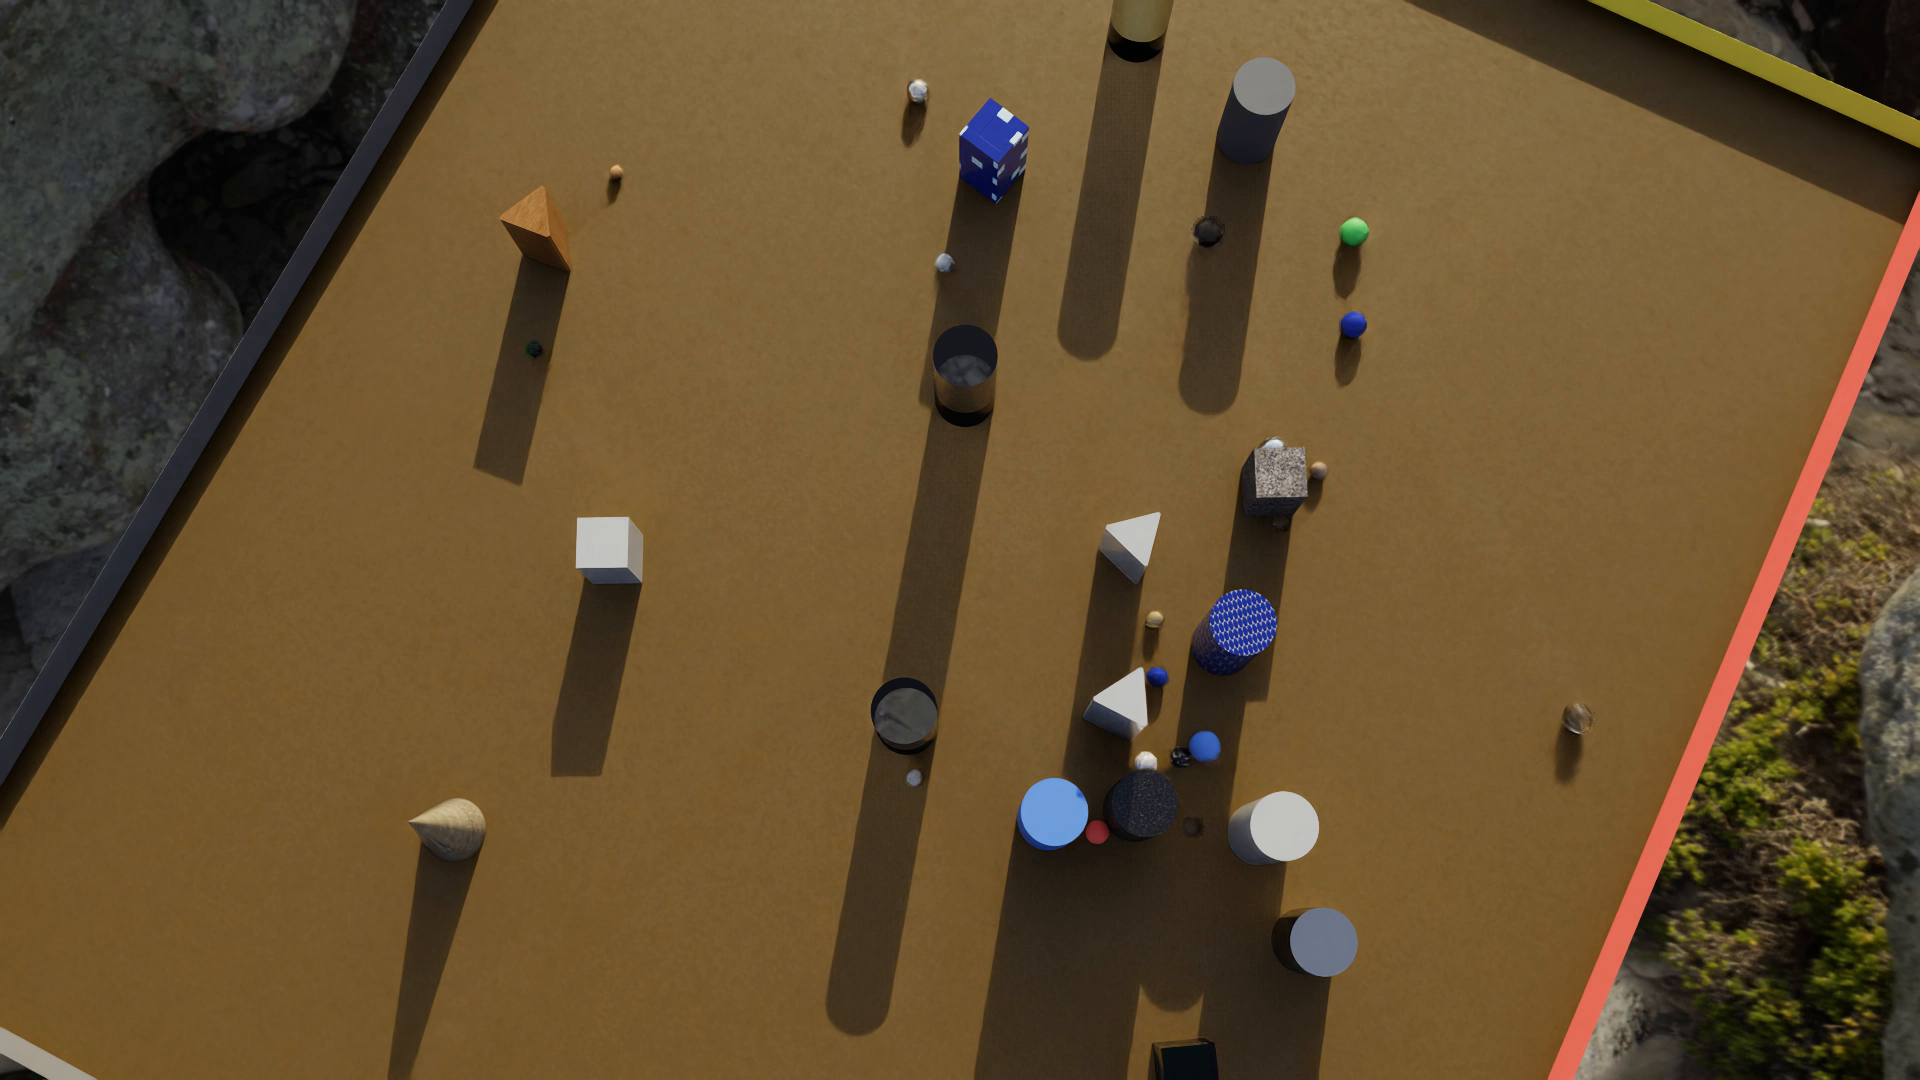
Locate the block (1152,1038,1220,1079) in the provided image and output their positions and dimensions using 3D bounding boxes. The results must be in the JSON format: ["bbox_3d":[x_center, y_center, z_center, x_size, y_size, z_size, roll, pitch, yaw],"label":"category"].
[{"bbox_3d":[0.639,1.501,5.185,0.150,0.236,0.150,-5,78,-1],"label":"block"}]

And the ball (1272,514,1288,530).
[{"bbox_3d":[0.980,-0.055,5.604,0.047,0.047,0.047,0,78,0],"label":"ball"}]

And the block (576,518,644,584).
[{"bbox_3d":[-1.045,0.033,5.479,0.150,0.255,0.150,-1,78,0],"label":"block"}]

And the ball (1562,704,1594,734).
[{"bbox_3d":[1.840,0.531,5.461,0.089,0.089,0.089,0,78,0],"label":"ball"}]

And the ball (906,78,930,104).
[{"bbox_3d":[-0.135,-1.439,5.875,0.076,0.076,0.076,0,78,0],"label":"ball"}]

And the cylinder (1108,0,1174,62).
[{"bbox_3d":[0.573,-1.683,5.741,0.188,0.438,0.188,0,78,0],"label":"cylinder"}]

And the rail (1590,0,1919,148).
[{"bbox_3d":[1.130,-2.206,6.009,4.497,0.122,0.045,26,80,5],"label":"rail"}]

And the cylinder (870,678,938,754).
[{"bbox_3d":[-0.158,0.516,5.329,0.188,0.354,0.188,0,78,0],"label":"cylinder"}]

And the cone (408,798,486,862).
[{"bbox_3d":[-1.500,0.813,5.209,0.188,0.469,0.188,0,78,0],"label":"cone"}]

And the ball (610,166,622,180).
[{"bbox_3d":[-1.095,-1.170,5.838,0.041,0.041,0.041,0,78,0],"label":"ball"}]

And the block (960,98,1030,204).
[{"bbox_3d":[0.103,-1.206,5.701,0.150,0.324,0.150,38,81,7],"label":"block"}]

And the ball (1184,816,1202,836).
[{"bbox_3d":[0.688,0.846,5.413,0.056,0.056,0.056,0,78,0],"label":"ball"}]

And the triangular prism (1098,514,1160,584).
[{"bbox_3d":[0.531,0.000,5.464,0.141,0.298,0.163,-44,82,-8],"label":"triangular prism"}]

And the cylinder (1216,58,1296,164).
[{"bbox_3d":[0.919,-1.333,5.707,0.188,0.363,0.188,0,78,0],"label":"cylinder"}]

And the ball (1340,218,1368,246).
[{"bbox_3d":[1.242,-0.970,5.773,0.087,0.087,0.087,0,78,0],"label":"ball"}]

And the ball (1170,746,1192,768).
[{"bbox_3d":[0.656,0.647,5.450,0.064,0.064,0.064,0,78,0],"label":"ball"}]

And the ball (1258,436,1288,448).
[{"bbox_3d":[0.961,-0.276,5.629,0.088,0.088,0.088,0,78,0],"label":"ball"}]

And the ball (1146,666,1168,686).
[{"bbox_3d":[0.592,0.410,5.500,0.061,0.061,0.061,0,78,0],"label":"ball"}]

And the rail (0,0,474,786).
[{"bbox_3d":[-1.990,-0.968,5.753,0.045,0.122,5.100,26,80,5],"label":"rail"}]

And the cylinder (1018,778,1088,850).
[{"bbox_3d":[0.263,0.792,5.274,0.188,0.351,0.188,0,78,0],"label":"cylinder"}]

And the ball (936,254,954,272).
[{"bbox_3d":[-0.048,-0.871,5.767,0.058,0.058,0.058,0,78,0],"label":"ball"}]

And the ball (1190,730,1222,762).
[{"bbox_3d":[0.728,0.614,5.441,0.094,0.094,0.094,0,78,0],"label":"ball"}]

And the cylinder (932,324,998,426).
[{"bbox_3d":[0.015,-0.487,5.494,0.188,0.437,0.188,0,78,0],"label":"cylinder"}]

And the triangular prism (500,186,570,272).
[{"bbox_3d":[-1.283,-0.973,5.663,0.163,0.303,0.141,21,79,4],"label":"triangular prism"}]

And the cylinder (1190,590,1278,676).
[{"bbox_3d":[0.794,0.274,5.341,0.188,0.429,0.188,0,78,0],"label":"cylinder"}]

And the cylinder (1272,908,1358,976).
[{"bbox_3d":[1.007,1.143,5.221,0.188,0.312,0.188,0,78,0],"label":"cylinder"}]

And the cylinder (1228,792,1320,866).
[{"bbox_3d":[0.886,0.826,5.220,0.188,0.442,0.188,0,78,0],"label":"cylinder"}]

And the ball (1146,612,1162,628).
[{"bbox_3d":[0.588,0.242,5.540,0.051,0.051,0.051,0,78,0],"label":"ball"}]

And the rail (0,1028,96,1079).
[{"bbox_3d":[-1.130,2.219,5.094,4.497,0.122,0.045,26,80,5],"label":"rail"}]

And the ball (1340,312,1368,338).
[{"bbox_3d":[1.228,-0.672,5.714,0.081,0.081,0.081,0,78,0],"label":"ball"}]

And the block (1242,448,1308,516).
[{"bbox_3d":[0.946,-0.174,5.525,0.150,0.250,0.150,-1,78,0],"label":"block"}]

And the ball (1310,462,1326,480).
[{"bbox_3d":[1.101,-0.213,5.634,0.052,0.052,0.052,0,78,0],"label":"ball"}]

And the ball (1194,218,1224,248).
[{"bbox_3d":[0.782,-0.969,5.769,0.093,0.093,0.093,0,78,0],"label":"ball"}]

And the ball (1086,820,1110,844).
[{"bbox_3d":[0.405,0.861,5.402,0.072,0.072,0.072,0,78,0],"label":"ball"}]

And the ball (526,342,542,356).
[{"bbox_3d":[-1.329,-0.596,5.716,0.046,0.046,0.046,0,78,0],"label":"ball"}]

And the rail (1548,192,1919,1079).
[{"bbox_3d":[1.990,0.981,5.350,0.045,0.122,5.100,26,80,5],"label":"rail"}]

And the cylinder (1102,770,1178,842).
[{"bbox_3d":[0.519,0.770,5.292,0.188,0.324,0.188,0,78,0],"label":"cylinder"}]

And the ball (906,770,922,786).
[{"bbox_3d":[-0.135,0.705,5.447,0.047,0.047,0.047,0,78,0],"label":"ball"}]

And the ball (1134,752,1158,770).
[{"bbox_3d":[0.552,0.664,5.444,0.069,0.069,0.069,0,78,0],"label":"ball"}]

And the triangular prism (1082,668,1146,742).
[{"bbox_3d":[0.472,0.460,5.285,0.163,0.462,0.141,27,80,5],"label":"triangular prism"}]
